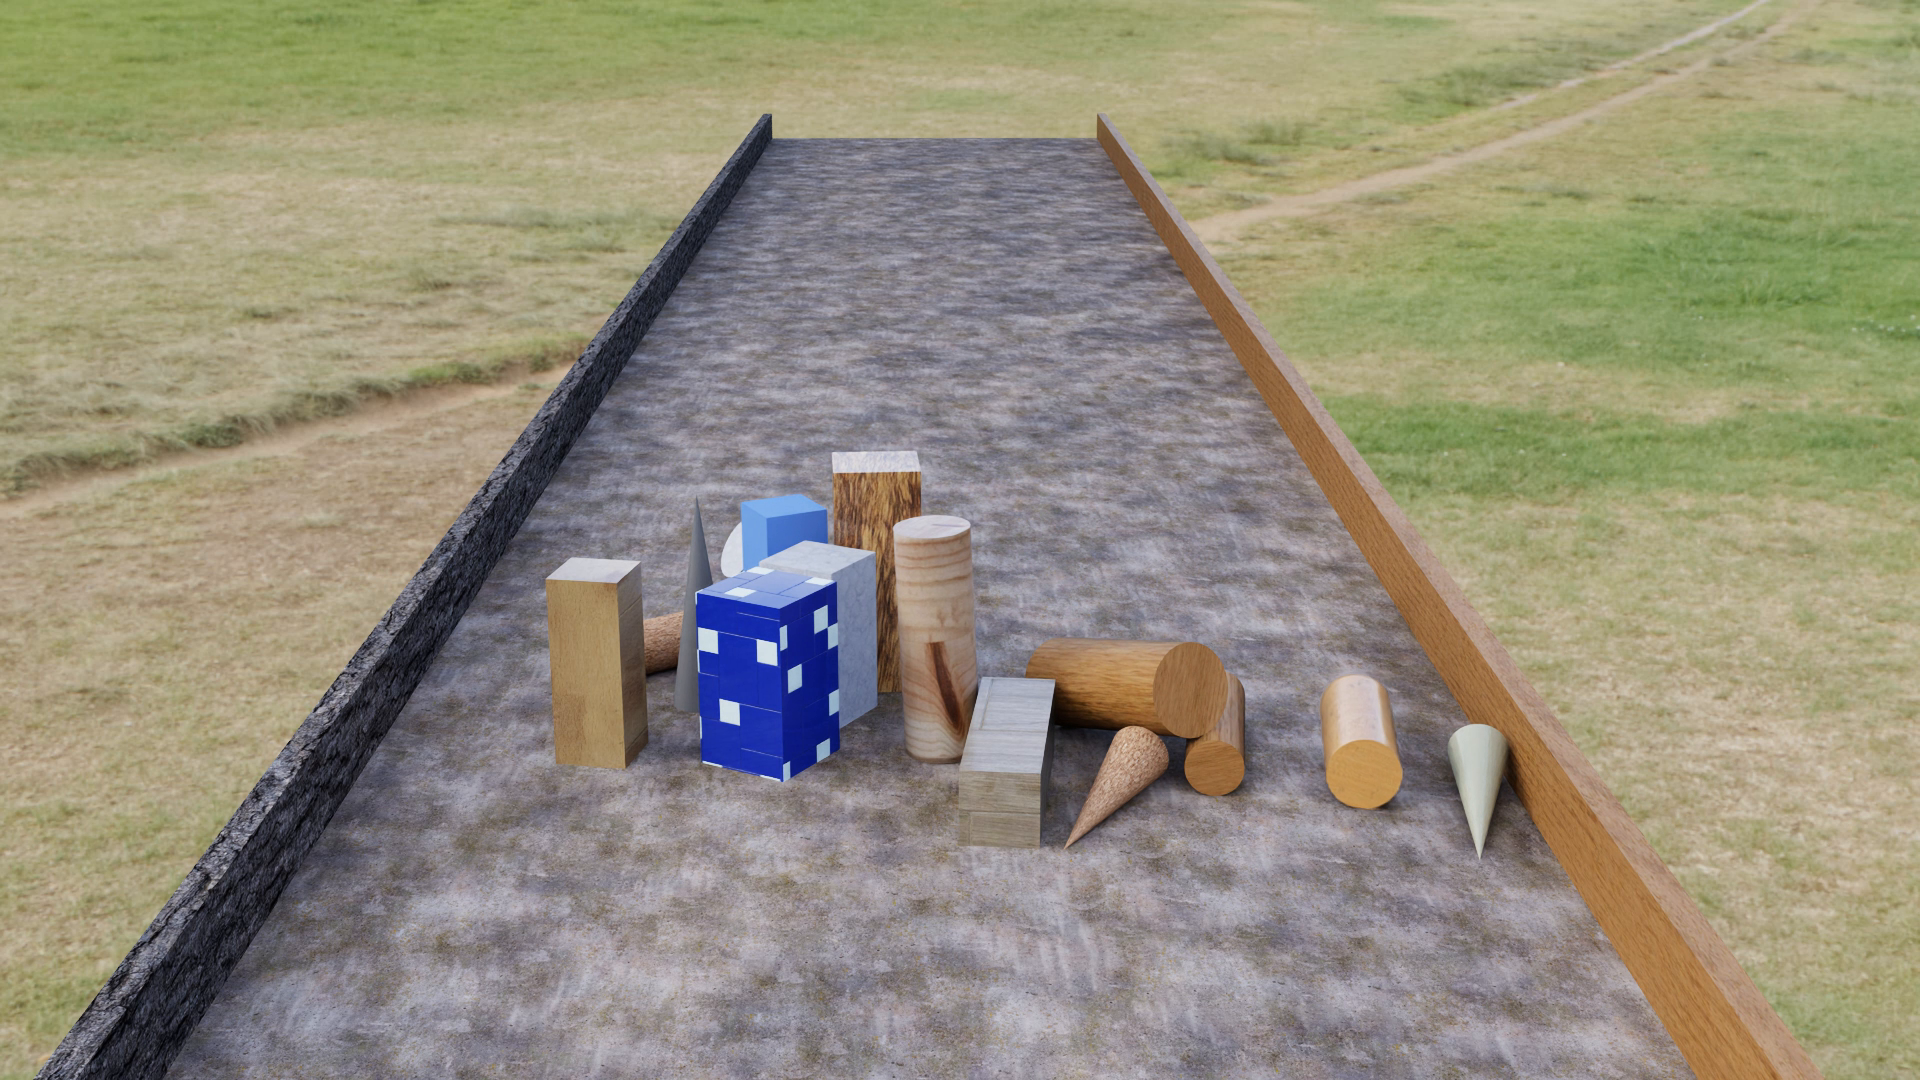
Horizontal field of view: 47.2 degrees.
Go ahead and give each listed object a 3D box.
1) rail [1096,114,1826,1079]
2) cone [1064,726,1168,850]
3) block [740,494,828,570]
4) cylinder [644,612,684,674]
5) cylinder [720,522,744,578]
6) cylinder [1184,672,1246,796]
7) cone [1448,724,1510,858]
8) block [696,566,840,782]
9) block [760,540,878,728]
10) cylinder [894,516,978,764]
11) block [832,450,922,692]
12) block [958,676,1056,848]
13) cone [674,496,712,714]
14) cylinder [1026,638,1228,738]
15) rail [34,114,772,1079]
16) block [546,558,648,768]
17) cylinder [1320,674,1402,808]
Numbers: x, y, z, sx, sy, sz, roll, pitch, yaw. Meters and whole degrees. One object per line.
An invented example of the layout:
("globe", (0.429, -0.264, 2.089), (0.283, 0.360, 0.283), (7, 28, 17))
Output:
("rail", (0.932, -0.844, 7.801), (0.050, 0.150, 12.000), (0, 17, -1))
("cone", (0.239, 0.435, 3.673), (0.106, 0.106, 0.326), (8, 28, 26))
("block", (-0.344, 0.090, 4.348), (0.128, 0.328, 0.128), (-9, 19, -27))
("cylinder", (-0.568, 0.199, 4.373), (0.436, 0.105, 0.105), (-13, 21, -37))
("cylinder", (-0.327, 0.074, 4.506), (0.306, 0.129, 0.129), (27, 1, -32))
("cylinder", (0.455, 0.338, 3.909), (0.102, 0.102, 0.352), (2, 17, 7))
("cone", (0.864, 0.439, 3.661), (0.105, 0.105, 0.352), (3, 25, 11))
("block", (-0.338, 0.234, 3.885), (0.177, 0.317, 0.177), (9, 19, 29))
("block", (-0.262, 0.177, 4.097), (0.155, 0.305, 0.155), (9, 19, 28))
("cylinder", (-0.040, 0.176, 3.891), (0.135, 0.418, 0.135), (-2, 17, 1))
("block", (-0.161, 0.061, 4.253), (0.164, 0.437, 0.164), (-1, 16, -4))
("block", (0.084, 0.372, 3.745), (0.131, 0.131, 0.437), (2, 17, 5))
("cone", (-0.488, 0.112, 4.129), (0.116, 0.412, 0.116), (0, 17, 0))
("cylinder", (0.290, 0.259, 3.909), (0.164, 0.164, 0.382), (-11, 5, -32))
("rail", (-1.118, -0.838, 7.780), (0.050, 0.150, 12.000), (0, 17, -1))
("block", (-0.640, 0.217, 3.894), (0.129, 0.344, 0.129), (3, 17, 10))
("cylinder", (0.698, 0.347, 3.838), (0.125, 0.125, 0.322), (2, 17, 7))
